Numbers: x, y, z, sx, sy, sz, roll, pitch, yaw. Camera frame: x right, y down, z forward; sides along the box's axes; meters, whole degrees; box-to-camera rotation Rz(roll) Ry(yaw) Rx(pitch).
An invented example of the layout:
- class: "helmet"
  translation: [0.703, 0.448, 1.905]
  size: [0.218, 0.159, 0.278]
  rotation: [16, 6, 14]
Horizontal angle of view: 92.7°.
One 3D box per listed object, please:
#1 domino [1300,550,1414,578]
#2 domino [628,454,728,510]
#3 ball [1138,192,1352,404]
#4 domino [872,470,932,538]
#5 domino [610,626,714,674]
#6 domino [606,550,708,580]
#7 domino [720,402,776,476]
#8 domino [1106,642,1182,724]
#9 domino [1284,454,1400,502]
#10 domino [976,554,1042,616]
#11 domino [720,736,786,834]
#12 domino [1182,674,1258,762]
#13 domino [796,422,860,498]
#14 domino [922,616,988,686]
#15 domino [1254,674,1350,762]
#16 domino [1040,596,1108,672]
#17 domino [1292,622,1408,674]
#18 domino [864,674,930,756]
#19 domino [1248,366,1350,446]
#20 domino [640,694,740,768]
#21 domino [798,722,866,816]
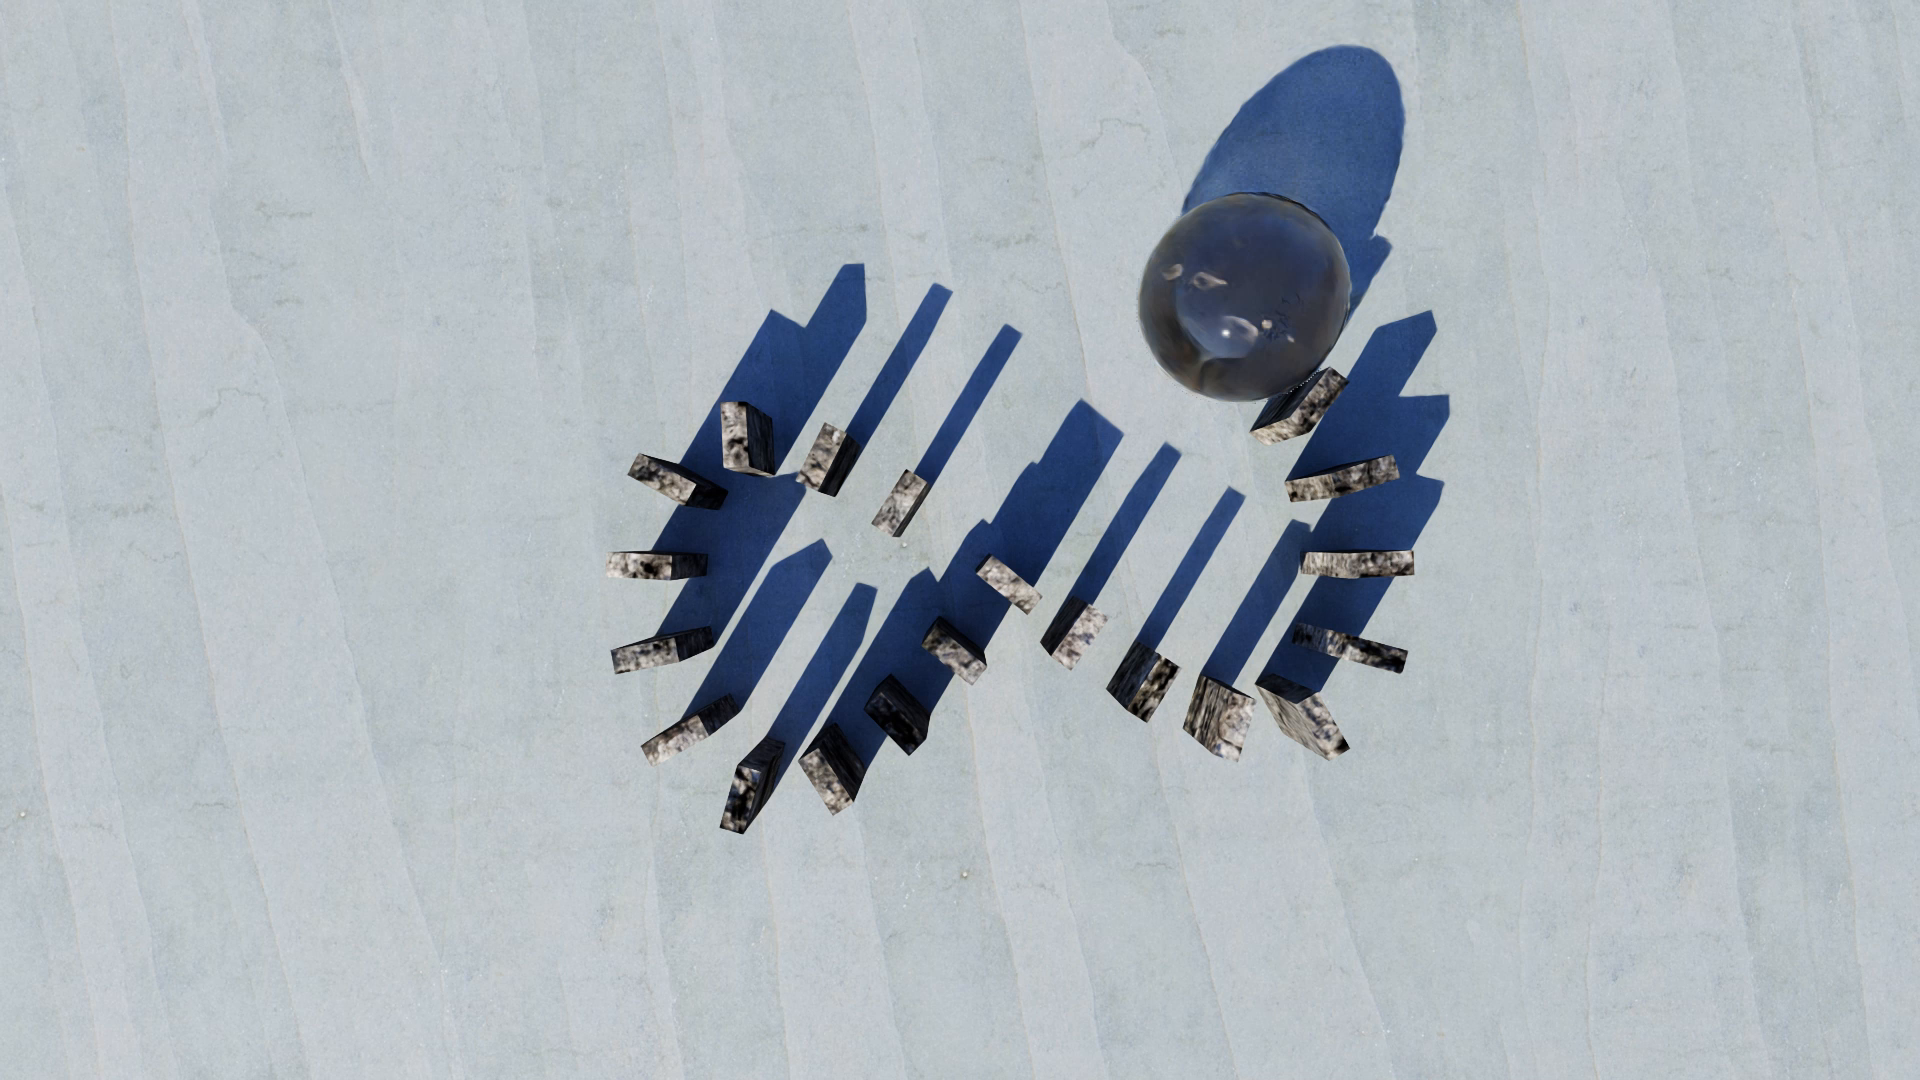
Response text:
- class: "domino"
  translation: [0.161, 0.009, 0.375]
  size: [0.025, 0.050, 0.009]
  rotation: [-3, 90, 0]
- class: "domino"
  translation: [-0.114, -0.023, 0.375]
  size: [0.025, 0.050, 0.010]
  rotation: [29, 90, 0]
- class: "ball"
  translation: [0.110, -0.094, 0.360]
  size: [0.080, 0.080, 0.080]
  rotation: [0, 90, 0]
- class: "domino"
  translation: [-0.023, -0.014, 0.375]
  size: [0.009, 0.050, 0.025]
  rotation: [33, 90, 0]
- class: "domino"
  translation: [-0.120, 0.044, 0.375]
  size: [0.025, 0.050, 0.009]
  rotation: [-11, 90, 0]
- class: "domino"
  translation: [-0.123, 0.010, 0.375]
  size: [0.025, 0.050, 0.009]
  rotation: [3, 90, 0]
- class: "domino"
  translation: [-0.086, -0.040, 0.375]
  size: [0.009, 0.050, 0.025]
  rotation: [-3, 90, 0]
- class: "domino"
  translation: [0.074, 0.057, 0.375]
  size: [0.010, 0.050, 0.025]
  rotation: [32, 90, 0]
- class: "domino"
  translation: [0.155, -0.025, 0.375]
  size: [0.025, 0.050, 0.009]
  rotation: [-17, 90, 0]
- class: "domino"
  translation: [0.019, 0.017, 0.375]
  size: [0.025, 0.050, 0.009]
  rotation: [39, 90, 0]
- class: "domino"
  translation: [-0.084, 0.099, 0.375]
  size: [0.010, 0.050, 0.025]
  rotation: [16, 90, 0]
- class: "domino"
  translation: [0.105, 0.072, 0.375]
  size: [0.009, 0.050, 0.025]
  rotation: [17, 90, 0]
- class: "domino"
  translation: [-0.053, -0.032, 0.375]
  size: [0.010, 0.050, 0.025]
  rotation: [27, 90, 0]
- class: "domino"
  translation: [-0.002, 0.044, 0.375]
  size: [0.025, 0.050, 0.010]
  rotation: [39, 90, 0]
- class: "domino"
  translation: [0.139, 0.071, 0.375]
  size: [0.010, 0.050, 0.025]
  rotation: [-30, 90, 0]
- class: "domino"
  translation: [0.046, 0.037, 0.375]
  size: [0.010, 0.050, 0.025]
  rotation: [36, 90, 0]
- class: "domino"
  translation: [0.158, 0.044, 0.375]
  size: [0.025, 0.050, 0.010]
  rotation: [15, 90, 0]
- class: "domino"
  translation: [-0.025, 0.070, 0.375]
  size: [0.009, 0.050, 0.025]
  rotation: [-44, 90, 0]
- class: "domino"
  translation: [0.137, -0.054, 0.375]
  size: [0.010, 0.050, 0.025]
  rotation: [38, 90, 0]
- class: "domino"
  translation: [-0.109, 0.077, 0.375]
  size: [0.025, 0.050, 0.009]
  rotation: [-29, 90, 0]
- class: "domino"
  translation: [-0.051, 0.092, 0.375]
  size: [0.010, 0.050, 0.025]
  rotation: [-33, 90, 0]
